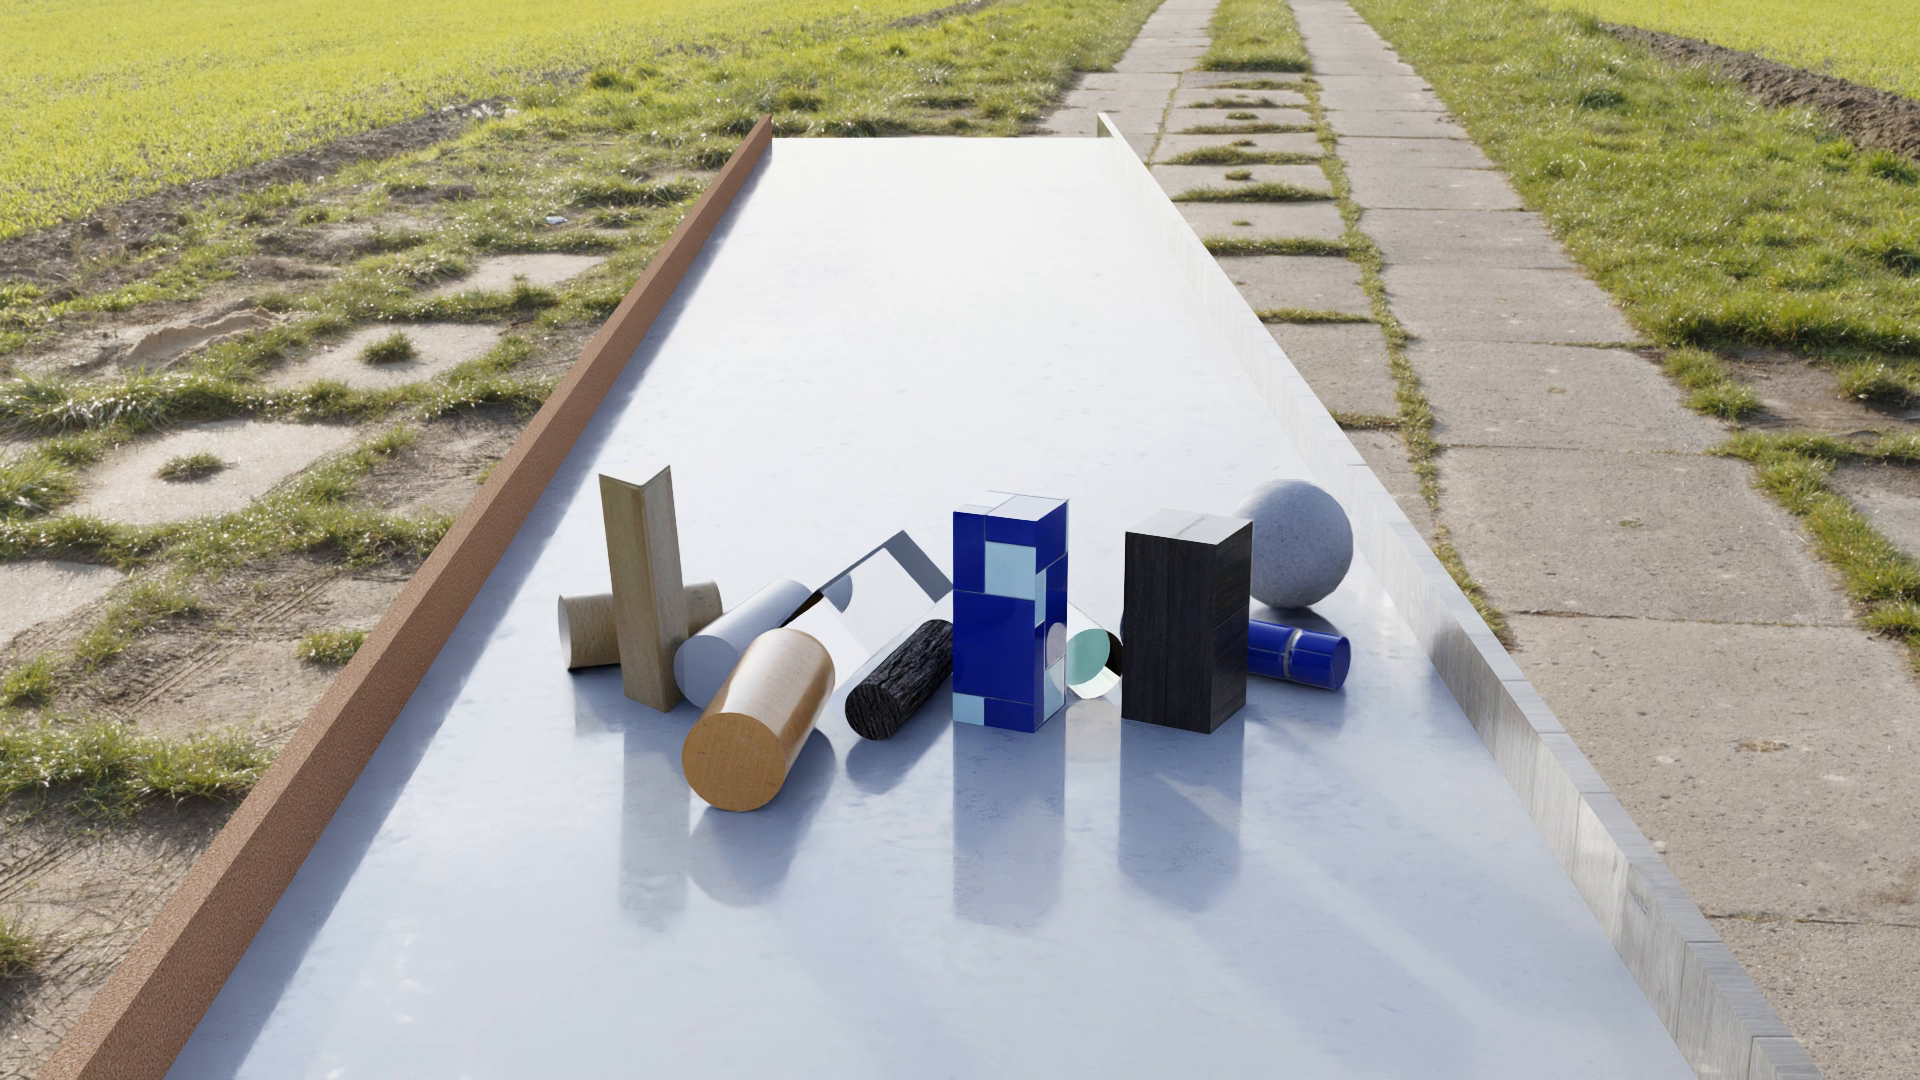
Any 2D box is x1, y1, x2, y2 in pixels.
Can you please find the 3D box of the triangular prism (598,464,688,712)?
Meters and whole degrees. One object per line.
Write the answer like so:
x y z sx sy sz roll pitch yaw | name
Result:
-0.570 0.084 4.139 0.114 0.450 0.131 -21 26 -40 | triangular prism

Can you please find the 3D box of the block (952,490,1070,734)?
0.094 0.130 4.077 0.162 0.405 0.162 7 18 23 | block

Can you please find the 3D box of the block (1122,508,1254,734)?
0.422 0.148 4.091 0.179 0.364 0.179 9 19 27 | block

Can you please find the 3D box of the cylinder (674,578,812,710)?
-0.409 0.200 4.290 0.151 0.151 0.368 6 17 18 | cylinder

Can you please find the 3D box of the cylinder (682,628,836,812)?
-0.348 0.309 3.875 0.179 0.179 0.436 2 17 8 | cylinder

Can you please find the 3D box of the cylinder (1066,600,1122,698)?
0.179 0.178 4.383 0.141 0.141 0.426 -6 17 -19 | cylinder

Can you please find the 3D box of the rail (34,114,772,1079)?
-1.118 -0.838 7.780 0.050 0.150 12.000 0 17 -1 | rail

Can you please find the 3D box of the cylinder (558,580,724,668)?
-0.639 0.167 4.404 0.307 0.148 0.148 -6 18 -19 | cylinder

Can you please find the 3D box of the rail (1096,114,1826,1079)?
0.932 -0.844 7.801 0.050 0.150 12.000 0 17 -1 | rail

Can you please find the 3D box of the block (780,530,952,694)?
-0.189 0.144 4.344 0.161 0.161 0.425 48 26 3 | block

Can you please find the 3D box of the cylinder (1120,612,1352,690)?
0.542 0.203 4.361 0.456 0.104 0.104 10 19 31 | cylinder

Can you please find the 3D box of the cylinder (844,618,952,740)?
-0.099 0.260 4.163 0.109 0.109 0.387 5 17 17 | cylinder

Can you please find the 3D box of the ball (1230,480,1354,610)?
0.704 0.010 4.710 0.275 0.275 0.275 0 17 0 | ball
